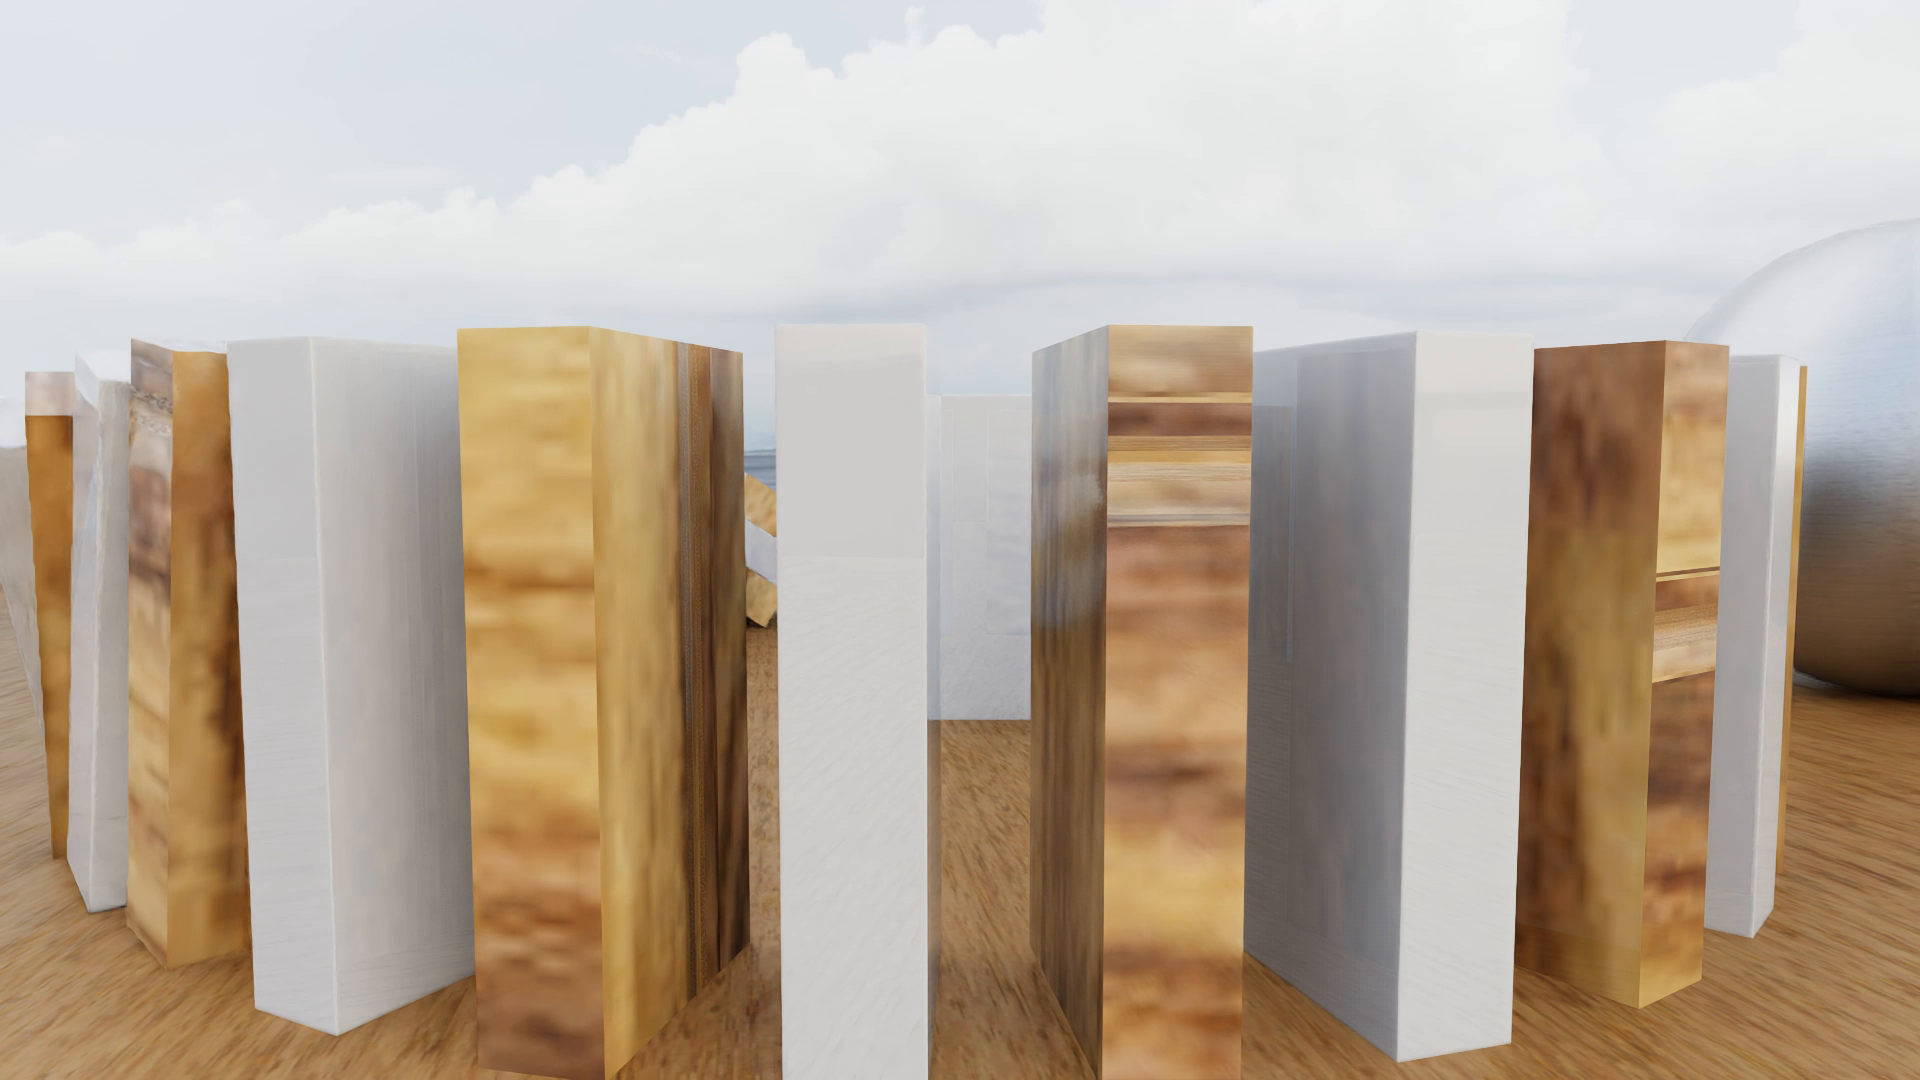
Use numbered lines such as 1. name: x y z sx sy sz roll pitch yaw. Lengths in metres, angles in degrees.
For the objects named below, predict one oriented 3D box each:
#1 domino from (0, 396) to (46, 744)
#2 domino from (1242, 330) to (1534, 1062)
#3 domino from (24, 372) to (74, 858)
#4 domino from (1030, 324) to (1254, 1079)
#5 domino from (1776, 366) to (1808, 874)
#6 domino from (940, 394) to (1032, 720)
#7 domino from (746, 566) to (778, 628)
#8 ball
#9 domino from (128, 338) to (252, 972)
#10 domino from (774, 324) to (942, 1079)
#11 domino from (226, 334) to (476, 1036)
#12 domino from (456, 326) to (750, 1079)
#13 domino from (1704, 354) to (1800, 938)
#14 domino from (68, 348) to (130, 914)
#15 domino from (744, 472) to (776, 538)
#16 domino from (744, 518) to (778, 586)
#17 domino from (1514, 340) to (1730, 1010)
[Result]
1. domino: -0.090 0.008 0.144 0.025 0.050 0.009 -2 37 -23
2. domino: 0.031 0.010 0.100 0.009 0.050 0.025 -1 4 -18
3. domino: -0.079 0.008 0.132 0.025 0.050 0.009 -3 31 -35
4. domino: 0.012 0.010 0.096 0.009 0.050 0.025 -1 4 -8
5. domino: 0.073 0.007 0.136 0.025 0.050 0.009 3 5 31
6. domino: 0.000 0.002 0.201 0.025 0.050 0.009 0 4 0
7. domino: -0.067 0.003 0.295 0.050 0.010 0.025 38 -19 -32
8. ball: 0.161 -0.014 0.219 0.080 0.080 0.080 0 4 0
9. domino: -0.056 0.009 0.112 0.009 0.050 0.025 15 13 39
10. domino: -0.007 0.010 0.095 0.009 0.050 0.025 0 4 1
11. domino: -0.043 0.010 0.104 0.010 0.050 0.025 2 5 28
12. domino: -0.025 0.010 0.097 0.010 0.050 0.025 1 4 13
13. domino: 0.062 0.009 0.120 0.025 0.050 0.010 4 6 41
14. domino: -0.068 0.008 0.121 0.025 0.050 0.009 -4 24 -44
15. domino: -0.037 0.001 0.319 0.050 0.010 0.025 34 -9 -20
16. domino: -0.053 0.002 0.307 0.050 0.010 0.025 36 -14 -28
17. domino: 0.048 0.009 0.108 0.009 0.050 0.025 -3 5 -34
